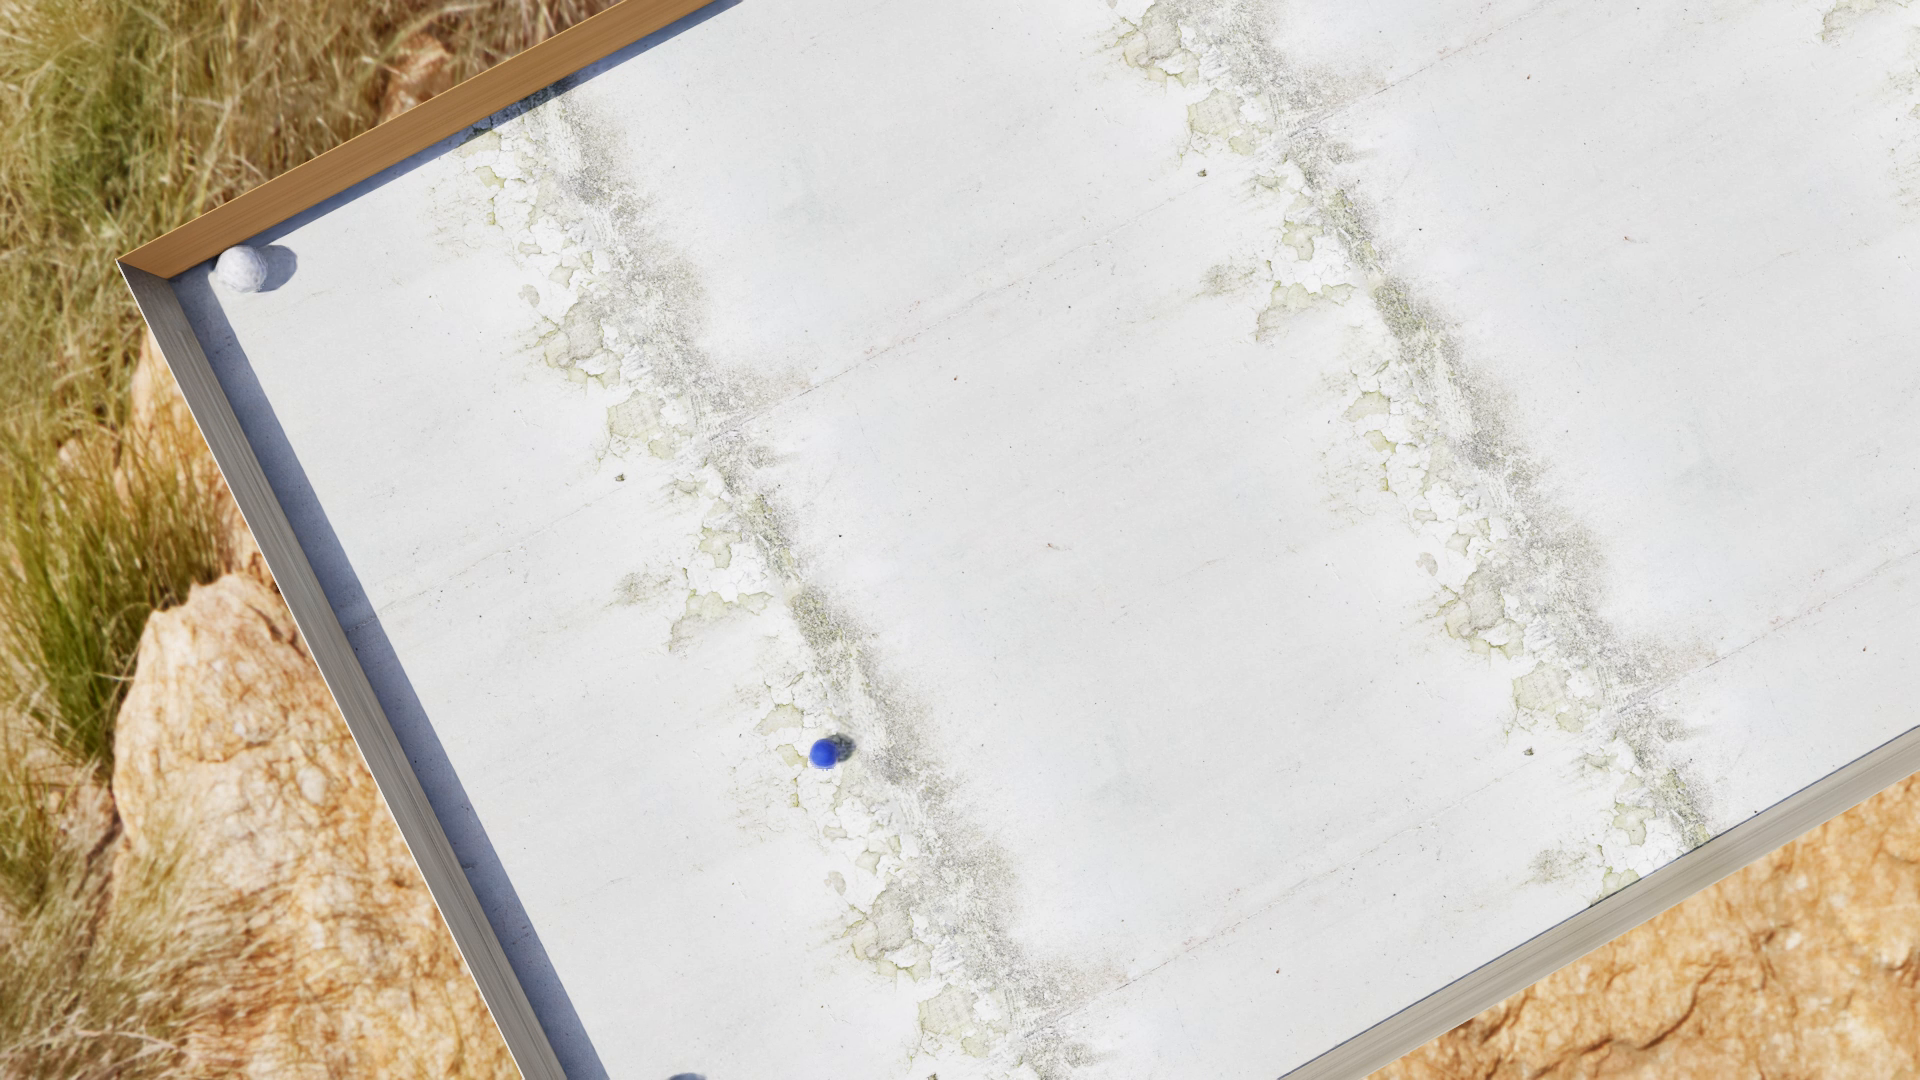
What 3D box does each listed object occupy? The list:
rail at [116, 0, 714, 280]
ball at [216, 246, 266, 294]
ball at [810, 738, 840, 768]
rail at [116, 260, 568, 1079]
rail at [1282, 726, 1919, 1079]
[{"bbox_3d":[0.365,-1.240,3.404,3.638,0.094,0.045,-28,84,-3],"label":"rail"},{"bbox_3d":[-1.082,-0.407,3.310,0.071,0.071,0.071,0,83,0],"label":"ball"},{"bbox_3d":[-0.199,0.313,3.233,0.044,0.044,0.044,0,83,0],"label":"ball"},{"bbox_3d":[-0.781,0.412,3.195,0.045,0.094,1.903,-28,84,-3],"label":"rail"},{"bbox_3d":[1.240,0.384,3.198,3.638,0.094,0.045,-28,84,-3],"label":"rail"}]
